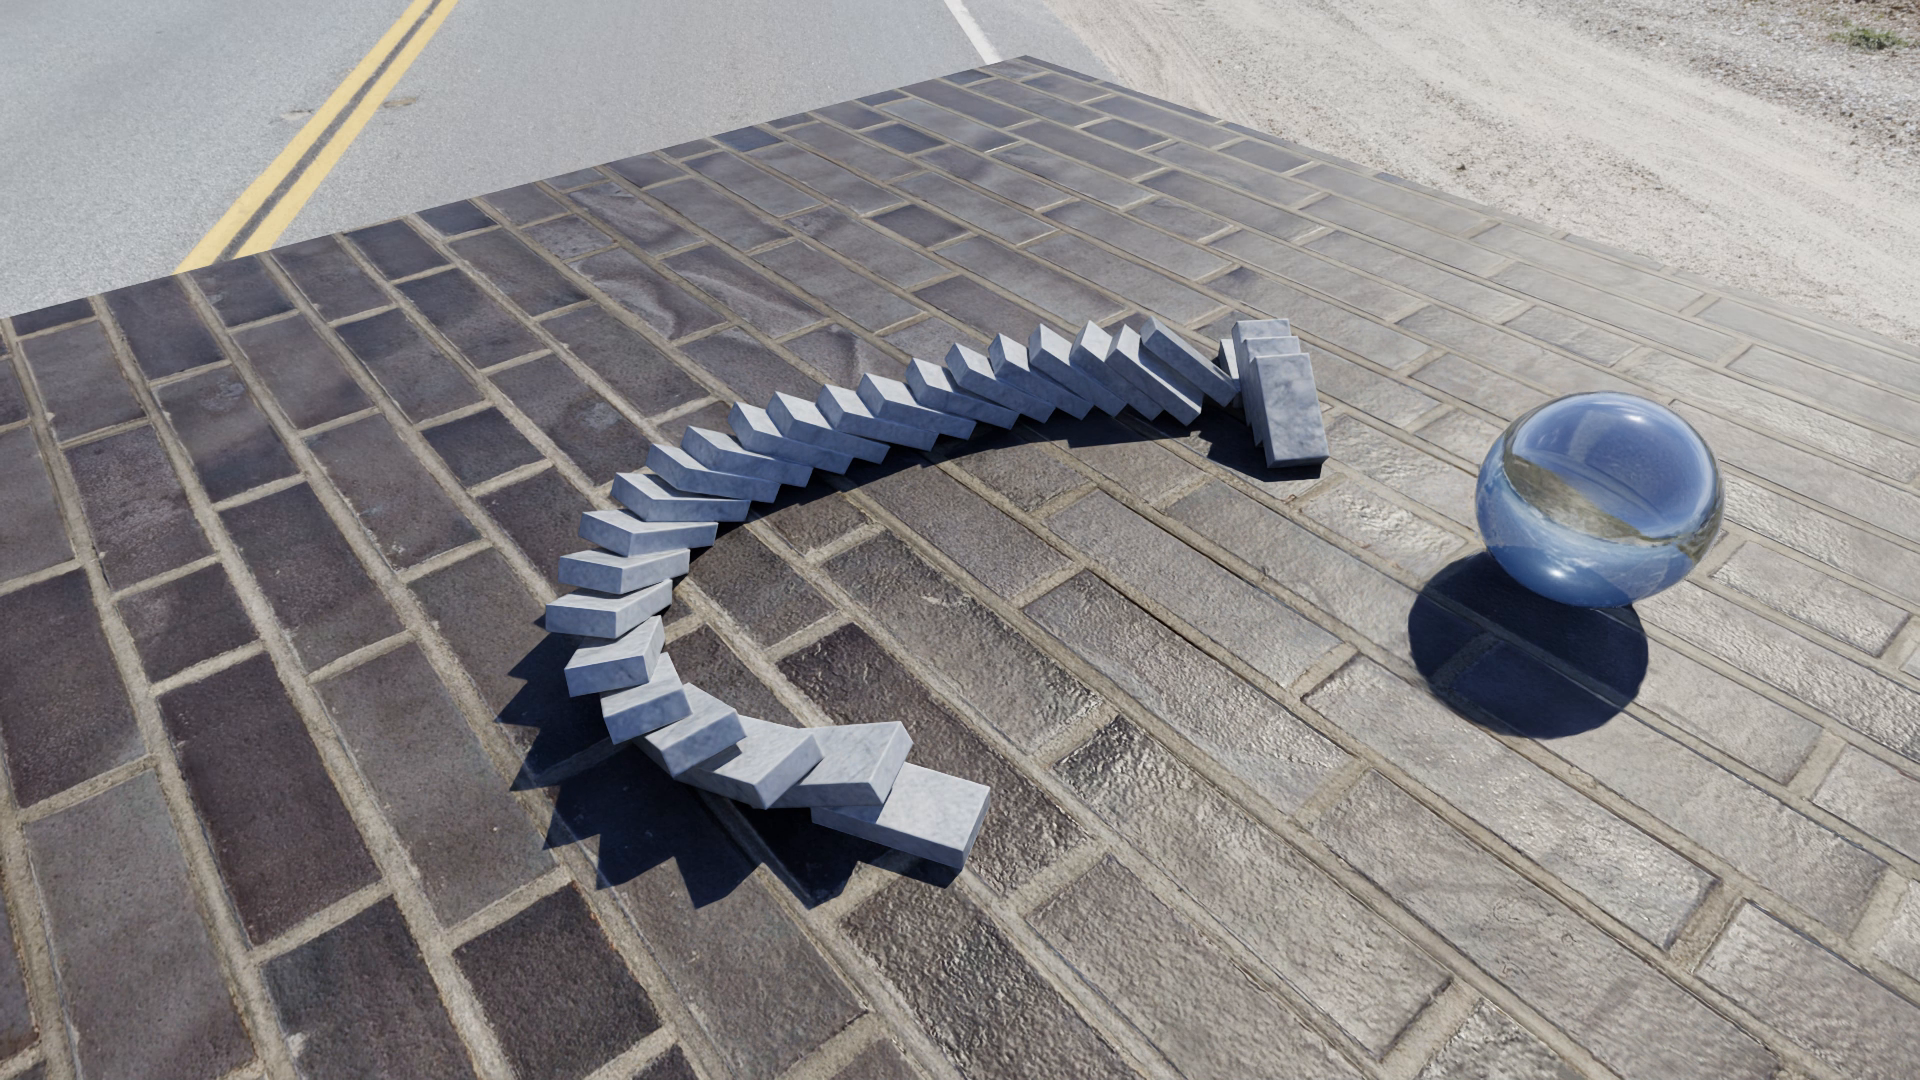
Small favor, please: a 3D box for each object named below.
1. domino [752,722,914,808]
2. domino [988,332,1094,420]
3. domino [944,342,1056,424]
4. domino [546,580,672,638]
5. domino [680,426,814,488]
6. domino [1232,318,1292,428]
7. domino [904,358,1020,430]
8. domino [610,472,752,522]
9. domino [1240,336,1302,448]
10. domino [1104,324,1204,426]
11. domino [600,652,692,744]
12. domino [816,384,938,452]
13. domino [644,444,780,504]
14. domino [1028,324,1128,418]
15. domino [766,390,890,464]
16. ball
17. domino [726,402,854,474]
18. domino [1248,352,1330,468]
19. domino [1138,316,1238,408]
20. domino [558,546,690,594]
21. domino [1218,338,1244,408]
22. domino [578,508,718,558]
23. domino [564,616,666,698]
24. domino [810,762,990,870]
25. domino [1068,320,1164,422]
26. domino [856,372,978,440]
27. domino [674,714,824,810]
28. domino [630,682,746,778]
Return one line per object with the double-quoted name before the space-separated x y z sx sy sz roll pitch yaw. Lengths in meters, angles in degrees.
"domino" -0.042 0.070 0.342 0.050 0.010 0.025 -9 32 30
"domino" 0.038 -0.077 0.517 0.050 0.010 0.025 23 33 -24
"domino" 0.019 -0.073 0.512 0.050 0.009 0.025 20 28 -30
"domino" -0.126 0.023 0.397 0.025 0.009 0.050 5 11 6
"domino" -0.089 -0.035 0.464 0.050 0.009 0.025 9 19 -49
"domino" 0.145 -0.079 0.519 0.025 0.010 0.050 -4 74 -4
"domino" 0.001 -0.068 0.509 0.050 0.010 0.025 13 32 -29
"domino" -0.112 -0.017 0.446 0.025 0.009 0.050 31 19 32
"domino" 0.146 -0.068 0.506 0.025 0.009 0.050 -4 74 -4
"domino" 0.092 -0.077 0.517 0.050 0.010 0.025 36 40 -10
"domino" -0.104 0.051 0.361 0.025 0.009 0.050 -20 14 -17
"domino" -0.037 -0.055 0.492 0.050 0.010 0.025 10 30 -36
"domino" -0.102 -0.027 0.455 0.025 0.010 0.050 32 15 36
"domino" 0.056 -0.080 0.519 0.050 0.010 0.025 30 33 -19
"domino" -0.058 -0.049 0.483 0.050 0.010 0.025 13 26 -39
"ball" 0.234 -0.015 0.406 0.080 0.080 0.080 0 39 0
"domino" -0.073 -0.044 0.477 0.050 0.010 0.025 13 26 -39
"domino" 0.147 -0.058 0.493 0.025 0.010 0.050 -5 74 -5
"domino" 0.108 -0.085 0.522 0.050 0.010 0.025 35 23 -13
"domino" -0.125 0.009 0.412 0.025 0.009 0.050 10 9 13
"domino" 0.145 -0.083 0.544 0.025 0.010 0.050 1 39 2
"domino" -0.121 -0.004 0.430 0.025 0.009 0.050 20 13 23
"domino" -0.117 0.039 0.377 0.025 0.010 0.050 -10 12 -7
"domino" -0.018 0.083 0.343 0.050 0.010 0.025 13 41 15
"domino" 0.076 -0.080 0.521 0.050 0.010 0.025 35 40 -11
"domino" -0.019 -0.060 0.499 0.050 0.010 0.025 10 30 -36
"domino" -0.069 0.068 0.345 0.050 0.010 0.025 2 32 44
"domino" -0.089 0.060 0.351 0.025 0.009 0.050 -27 16 -26
